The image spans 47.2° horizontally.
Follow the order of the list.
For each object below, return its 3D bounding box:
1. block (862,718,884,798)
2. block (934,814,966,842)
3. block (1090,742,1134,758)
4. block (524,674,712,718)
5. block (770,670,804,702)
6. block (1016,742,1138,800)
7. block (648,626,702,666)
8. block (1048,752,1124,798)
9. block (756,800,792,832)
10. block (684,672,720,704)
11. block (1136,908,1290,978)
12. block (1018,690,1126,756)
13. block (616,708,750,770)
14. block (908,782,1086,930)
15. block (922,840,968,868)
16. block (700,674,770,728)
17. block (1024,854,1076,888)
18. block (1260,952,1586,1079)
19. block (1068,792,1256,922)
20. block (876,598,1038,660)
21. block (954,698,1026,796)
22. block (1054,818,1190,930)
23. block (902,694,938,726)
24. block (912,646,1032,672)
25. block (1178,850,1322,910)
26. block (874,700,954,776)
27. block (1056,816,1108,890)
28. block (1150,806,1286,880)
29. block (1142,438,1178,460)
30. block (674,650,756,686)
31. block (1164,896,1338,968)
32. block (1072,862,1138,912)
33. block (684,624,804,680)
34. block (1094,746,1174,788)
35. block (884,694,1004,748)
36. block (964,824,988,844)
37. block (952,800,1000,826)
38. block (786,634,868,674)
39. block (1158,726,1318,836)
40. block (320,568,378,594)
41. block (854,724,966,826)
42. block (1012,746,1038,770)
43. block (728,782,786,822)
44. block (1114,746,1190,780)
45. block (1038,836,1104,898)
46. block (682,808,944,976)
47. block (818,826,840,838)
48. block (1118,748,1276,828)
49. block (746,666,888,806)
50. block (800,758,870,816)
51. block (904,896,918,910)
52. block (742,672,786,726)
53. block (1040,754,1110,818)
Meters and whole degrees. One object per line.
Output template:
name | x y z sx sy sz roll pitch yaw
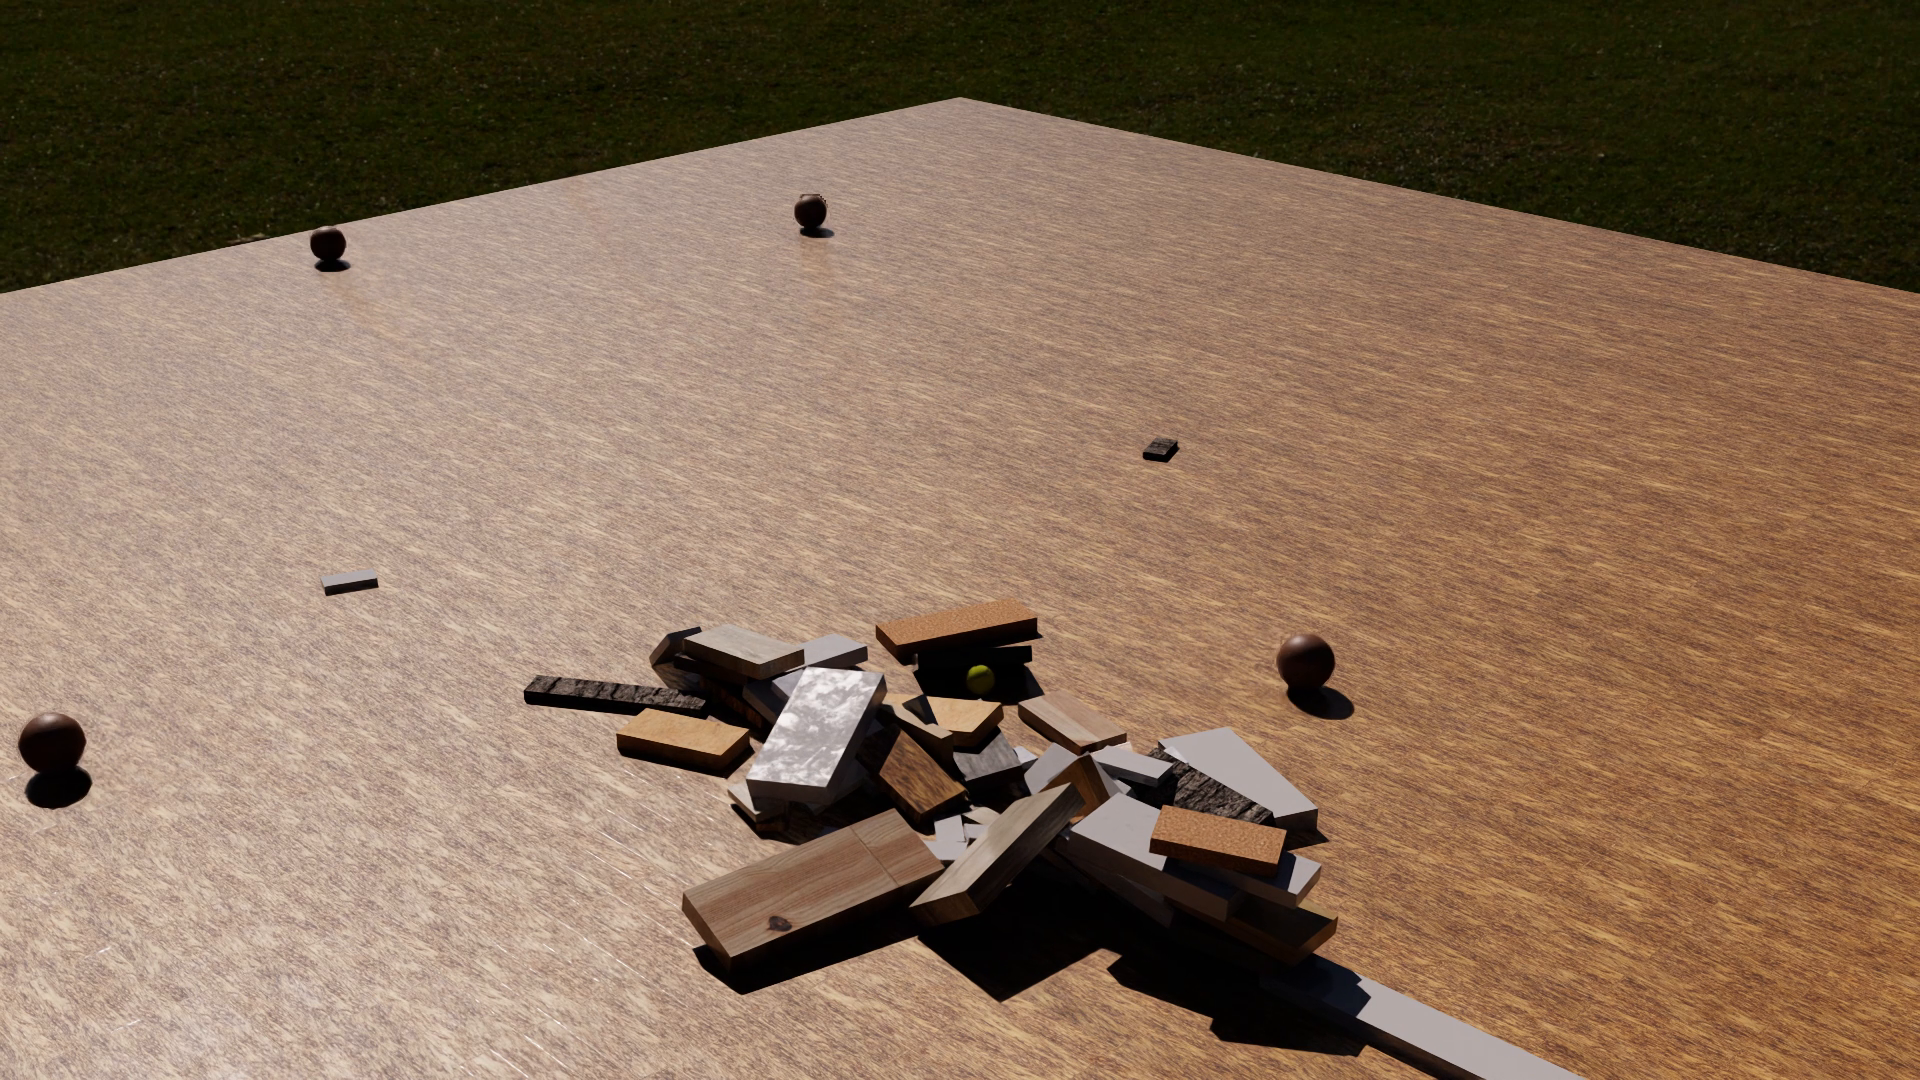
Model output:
block | -0.205 0.430 4.597 0.118 0.034 0.237 -24 50 -31
block | -0.022 0.579 4.375 0.055 0.016 0.110 -2 23 -5
block | 0.291 0.467 4.582 0.148 0.021 0.074 -17 23 2
block | -0.764 0.349 4.909 0.414 0.023 0.081 5 24 12
block | -0.324 0.346 4.728 0.082 0.023 0.164 -20 47 -39
block | 0.234 0.507 4.447 0.120 0.034 0.240 -46 41 -16
block | -0.650 0.243 5.026 0.081 0.023 0.162 -13 -16 -28
block | 0.271 0.520 4.350 0.101 0.029 0.203 -35 52 -8
block | -0.375 0.549 4.444 0.064 0.018 0.128 0 23 -1
block | -0.560 0.328 4.964 0.065 0.018 0.130 -17 28 -35
block | 0.486 0.705 4.002 0.308 0.039 0.139 13 25 43
block | 0.242 0.400 4.774 0.120 0.034 0.240 -14 27 -29
block | -0.593 0.426 4.712 0.254 0.036 0.127 9 25 21
block | 0.072 0.589 4.112 0.176 0.050 0.352 -26 10 48
block | -0.055 0.613 4.290 0.136 0.019 0.068 2 23 4
block | -0.467 0.342 4.880 0.110 0.031 0.221 -17 34 -40
block | 0.147 0.603 4.265 0.203 0.029 0.101 17 30 19
block | 0.851 0.864 3.684 0.774 0.032 0.113 20 30 39
block | 0.382 0.573 3.999 0.333 0.047 0.167 21 31 30
block | -0.008 0.208 5.224 0.365 0.036 0.127 -10 25 -23
block | 0.032 0.434 4.642 0.120 0.034 0.346 -15 22 -9
block | 0.327 0.605 4.084 0.277 0.039 0.139 32 37 32
block | -0.069 0.400 4.610 0.021 0.147 0.073 -21 -4 -31
block | 0.026 0.270 5.002 0.259 0.037 0.130 -3 -6 -8
block | 0.516 0.579 3.917 0.226 0.032 0.113 18 30 26
block | -0.107 0.423 4.613 0.034 0.118 0.237 -21 31 -39
block | 0.256 0.588 4.157 0.088 0.025 0.175 -7 35 -30
block | 0.460 0.537 3.921 0.226 0.032 0.113 10 27 13
block | 0.579 -0.264 6.359 0.065 0.018 0.130 9 25 20
block | -0.522 0.276 4.922 0.221 0.031 0.110 11 21 35
block | 0.521 0.660 3.942 0.277 0.039 0.139 23 32 34
block | 0.307 0.638 4.156 0.176 0.025 0.088 35 36 26
block | -0.481 0.247 4.896 0.259 0.037 0.130 15 24 42
block | 0.346 0.455 4.428 0.148 0.021 0.074 14 25 28
block | -0.078 0.385 4.723 0.324 0.037 0.130 2 26 32
block | 0.065 0.584 4.340 0.110 0.016 0.055 6 21 -13
block | 0.041 0.558 4.427 0.110 0.016 0.055 21 31 40
block | -0.350 0.276 5.012 0.254 0.036 0.127 -17 22 -37
block | 0.566 0.501 4.521 0.166 0.047 0.375 -9 25 -20
block | -1.527 0.102 5.497 0.130 0.018 0.065 -10 25 -22
block | -0.109 0.477 4.498 0.118 0.034 0.237 -25 48 -32
block | 0.095 0.471 4.628 0.128 0.018 0.064 -15 27 -31
block | -0.412 0.526 4.451 0.068 0.019 0.136 -17 26 -26
block | 0.393 0.482 4.536 0.149 0.021 0.074 -26 29 -10
block | 0.222 0.607 4.211 0.175 0.025 0.088 36 36 27
block | -0.269 0.647 4.082 0.462 0.050 0.176 -18 45 -31
block | -0.212 0.597 4.328 0.136 0.019 0.068 6 24 14
block | 0.449 0.539 4.363 0.167 0.047 0.333 -36 37 -23
block | -0.292 0.400 4.532 0.176 0.050 0.352 4 38 19
block | -0.263 0.498 4.485 0.147 0.021 0.073 -32 53 -25
block | -0.076 0.661 4.180 0.064 0.018 0.128 -1 23 -3
block | -0.362 0.372 4.776 0.110 0.031 0.221 -19 44 -38
block | 0.221 0.504 4.296 0.029 0.203 0.101 -15 71 -30
